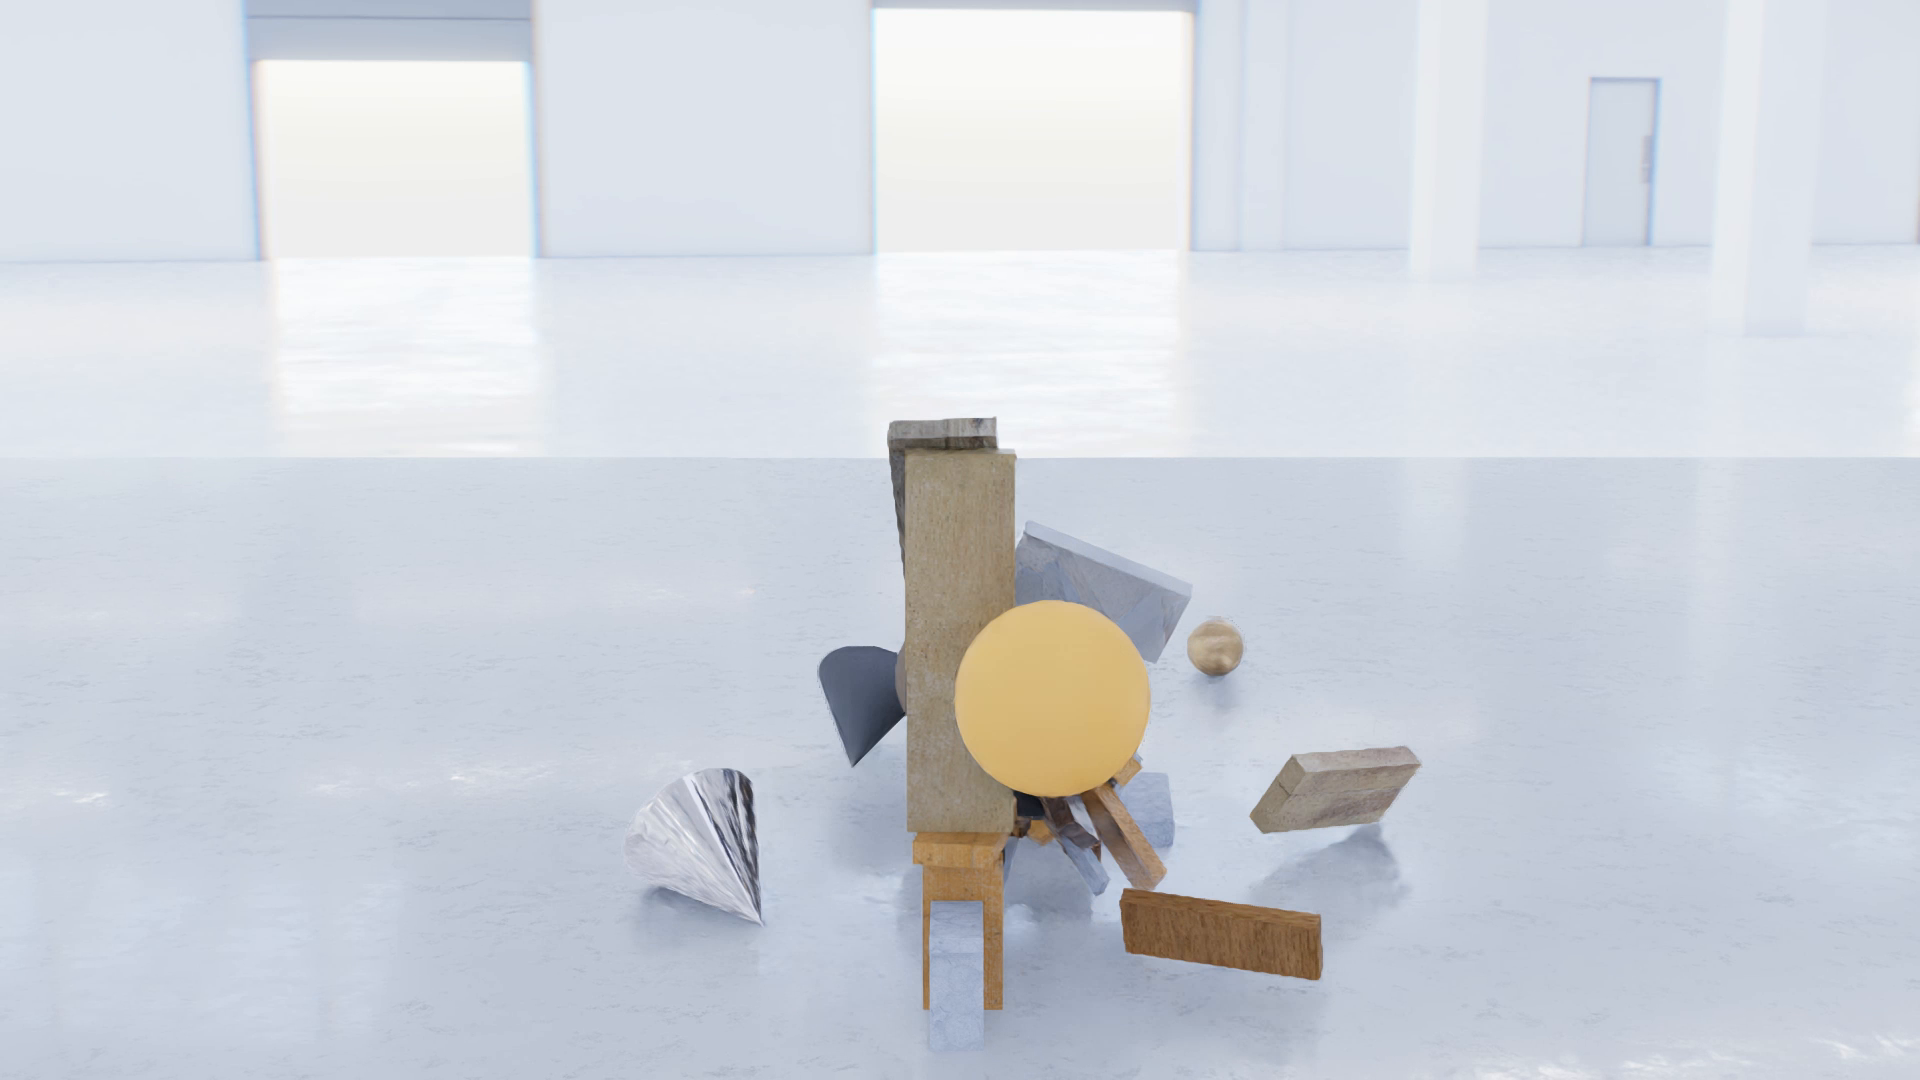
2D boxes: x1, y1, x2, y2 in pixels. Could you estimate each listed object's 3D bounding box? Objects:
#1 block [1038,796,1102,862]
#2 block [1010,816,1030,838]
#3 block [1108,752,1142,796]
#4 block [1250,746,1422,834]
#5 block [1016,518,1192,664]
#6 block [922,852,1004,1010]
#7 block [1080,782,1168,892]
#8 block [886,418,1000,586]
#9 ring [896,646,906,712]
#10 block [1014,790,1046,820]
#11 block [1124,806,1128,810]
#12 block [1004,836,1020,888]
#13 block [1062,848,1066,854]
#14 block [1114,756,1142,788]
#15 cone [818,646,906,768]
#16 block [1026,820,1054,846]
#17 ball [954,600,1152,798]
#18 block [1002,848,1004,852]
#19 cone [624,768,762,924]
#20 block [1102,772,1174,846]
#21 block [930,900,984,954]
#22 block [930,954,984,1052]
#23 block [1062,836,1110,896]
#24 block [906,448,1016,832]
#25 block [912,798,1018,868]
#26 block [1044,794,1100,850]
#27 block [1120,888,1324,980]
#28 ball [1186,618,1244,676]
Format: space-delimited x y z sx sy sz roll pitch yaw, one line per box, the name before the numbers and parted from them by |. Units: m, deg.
block | 0.170 0.457 3.640 0.027 0.097 0.196 -21 48 -20
block | 0.037 0.443 3.427 0.139 0.015 0.054 3 11 14
block | 0.161 0.264 3.670 0.041 0.360 0.143 -31 -18 -24
block | 0.671 0.445 3.923 0.308 0.154 0.044 1 40 -39
block | 0.212 0.084 3.533 0.286 0.143 0.041 22 33 -4
block | 0.004 0.564 3.171 0.116 0.231 0.033 0 14 0
block | 0.266 0.487 3.621 0.027 0.193 0.097 -27 -19 -22
block | -0.013 -0.038 3.172 0.153 0.305 0.043 -2 39 5
ring | 0.068 0.248 4.174 0.386 0.386 0.129 -2 39 -10
block | 0.095 0.406 3.572 0.054 0.015 0.108 -2 55 -35
block | 0.255 0.472 4.028 0.047 0.013 0.191 -3 11 -14
block | 0.045 0.499 3.607 0.092 0.185 0.026 20 -14 -11
block | 0.224 0.524 3.866 0.047 0.013 0.094 20 40 26
block | 0.146 0.239 3.324 0.043 0.305 0.153 -44 33 -3
cone | -0.195 0.366 4.386 0.222 0.222 0.222 2 48 11
block | 0.144 0.516 3.968 0.054 0.015 0.109 -30 21 -18
ball | 0.123 0.212 2.938 0.263 0.263 0.263 0 11 0
block | 0.015 0.467 3.401 0.079 0.022 0.158 -2 11 -10
cone | -0.383 0.547 3.597 0.247 0.247 0.247 -8 40 -36
block | 0.312 0.495 4.062 0.154 0.044 0.308 1 11 3
block | -0.005 0.539 3.070 0.074 0.021 0.148 0 11 0
block | -0.005 0.632 3.037 0.074 0.148 0.021 0 11 0
block | 0.202 0.517 3.549 0.015 0.054 0.108 -22 64 -23
block | 0.001 0.145 3.101 0.153 0.549 0.043 0 13 0
block | 0.010 0.422 3.203 0.116 0.033 0.231 2 11 9
block | 0.145 0.364 3.377 0.030 0.213 0.107 -30 -34 10
block | 0.390 0.589 3.290 0.298 0.107 0.030 5 36 19
ball | 0.595 0.251 5.125 0.134 0.134 0.134 0 11 0
